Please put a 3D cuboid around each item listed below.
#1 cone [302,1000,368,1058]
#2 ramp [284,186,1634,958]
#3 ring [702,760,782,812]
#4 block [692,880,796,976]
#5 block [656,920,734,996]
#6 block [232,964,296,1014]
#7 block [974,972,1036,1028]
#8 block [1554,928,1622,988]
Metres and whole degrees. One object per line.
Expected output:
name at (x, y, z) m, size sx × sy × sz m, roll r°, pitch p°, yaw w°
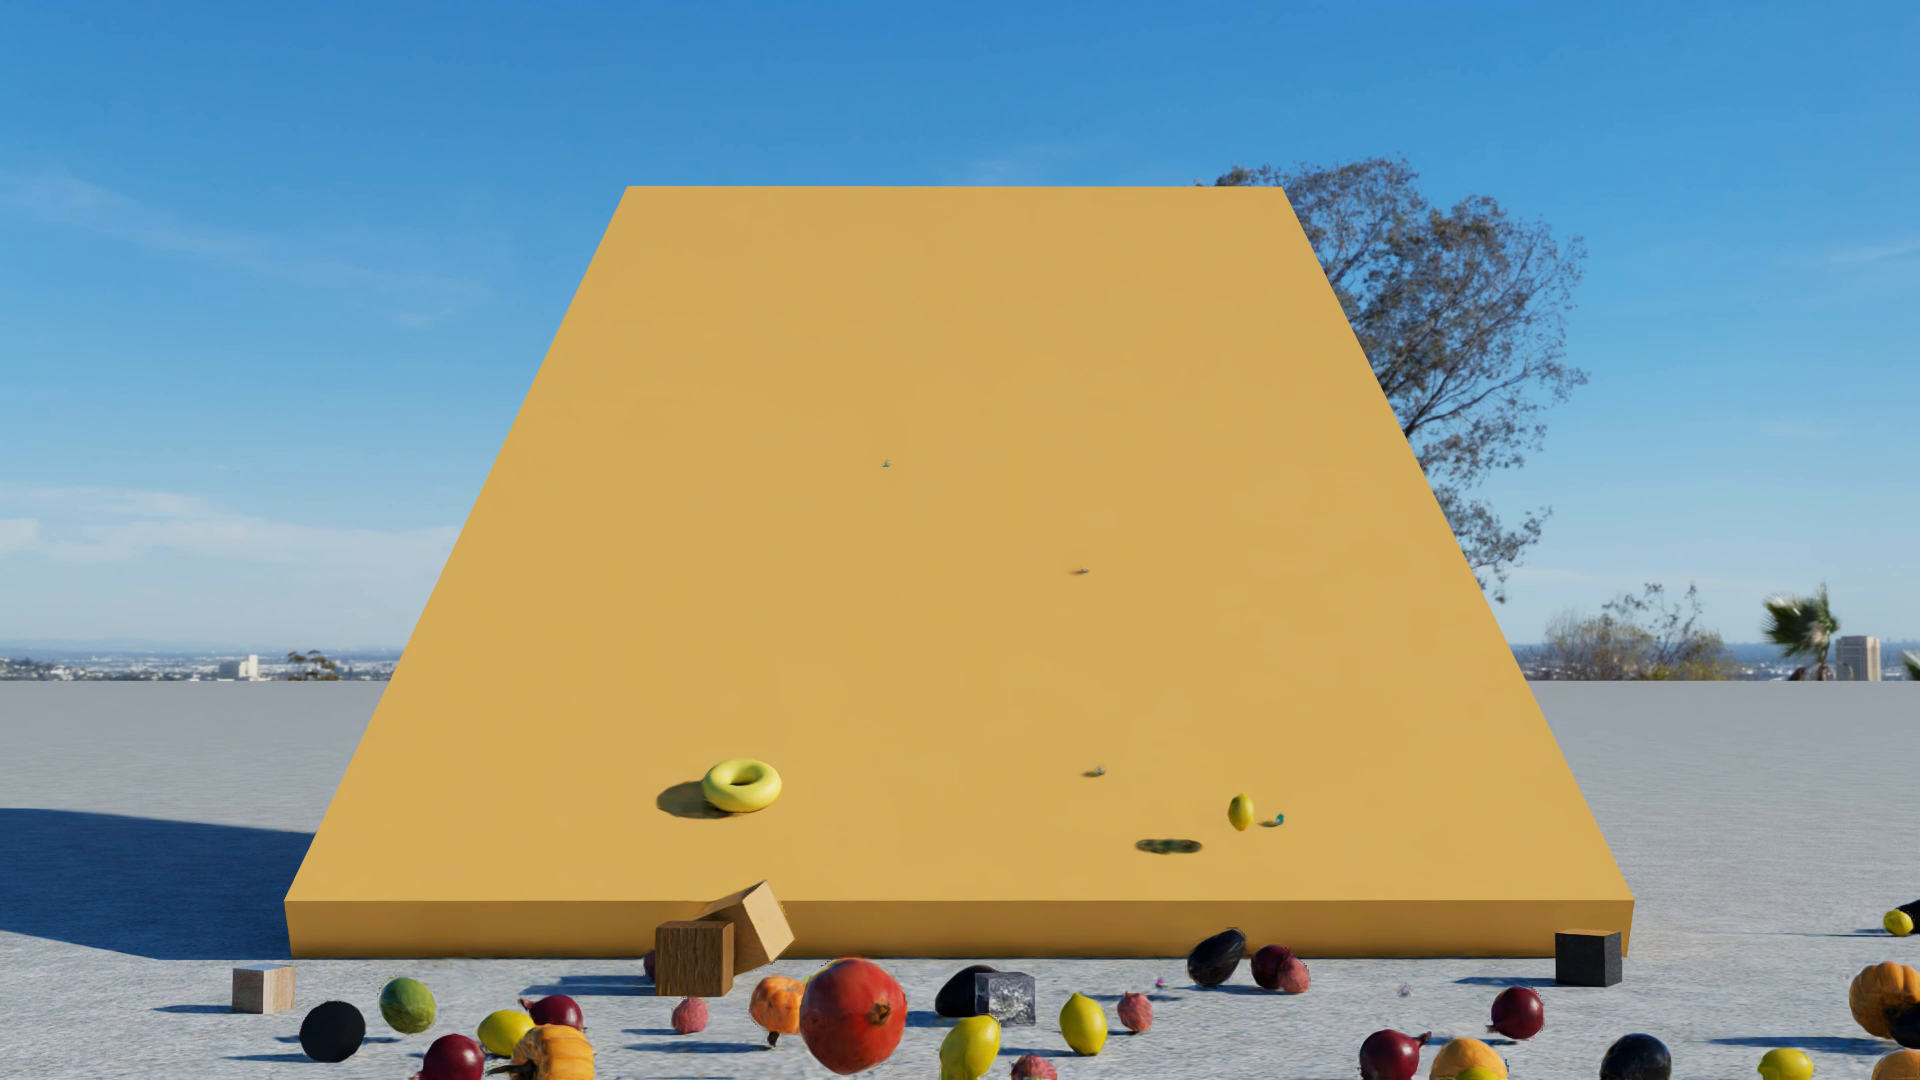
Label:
cone at (-0.691, 0.557, 2.581) m, size 0.071 × 0.071 × 0.071 m, roll 1°, pitch -36°, yaw -9°
ramp at (-0.008, -0.228, 5.290) m, size 2.000 × 0.100 × 4.000 m, roll 0°, pitch 24°, yaw 0°
ring at (-0.349, 0.392, 3.709) m, size 0.127 × 0.042 × 0.127 m, roll 0°, pitch 25°, yaw 0°
block at (-0.302, 0.540, 3.208) m, size 0.092 × 0.092 × 0.092 m, roll -24°, pitch 3°, yaw 20°
block at (-0.354, 0.559, 3.105) m, size 0.090 × 0.090 × 0.090 m, roll 0°, pitch -3°, yaw 4°
block at (-0.880, 0.567, 2.936) m, size 0.054 × 0.054 × 0.054 m, roll -2°, pitch -4°, yaw 29°
block at (0.054, 0.558, 2.820) m, size 0.058 × 0.058 × 0.058 m, roll 1°, pitch -3°, yaw -16°
block at (0.864, 0.574, 3.195) m, size 0.069 × 0.069 × 0.069 m, roll -2°, pitch -4°, yaw 34°
